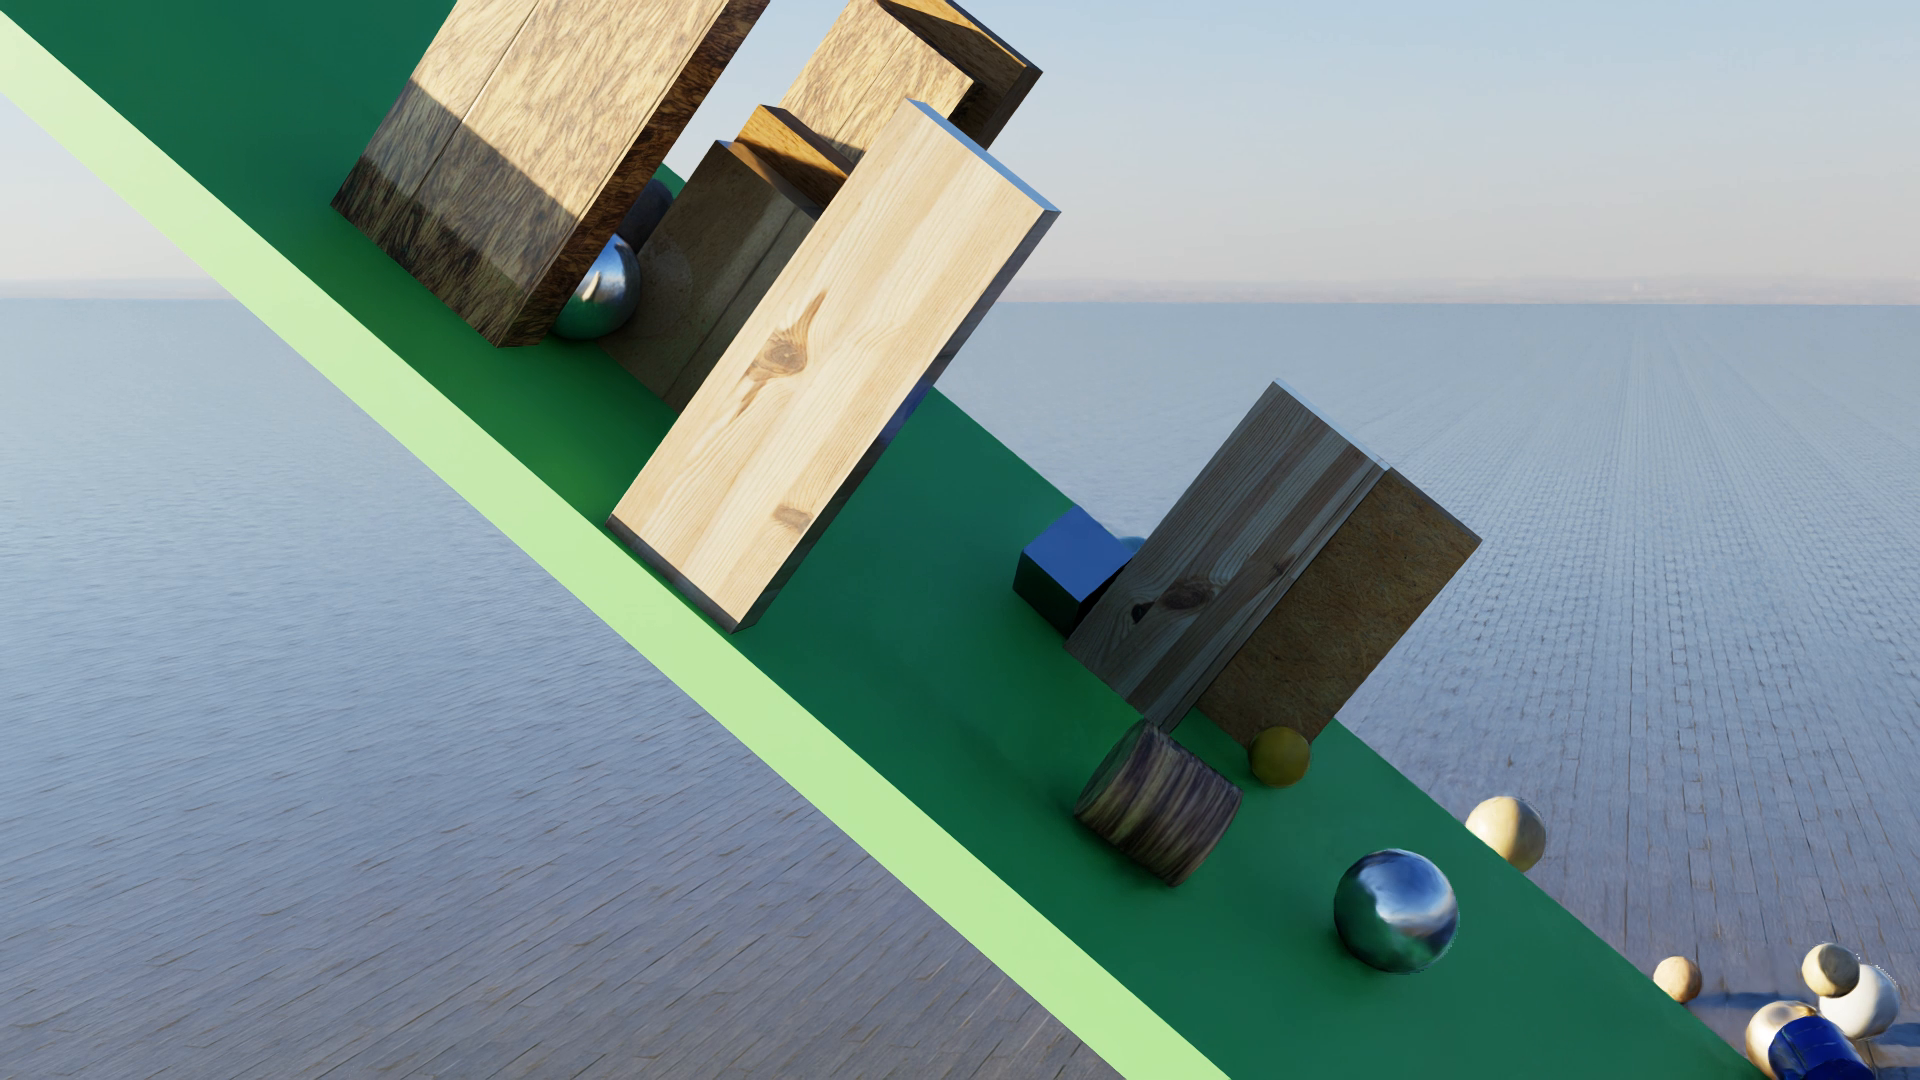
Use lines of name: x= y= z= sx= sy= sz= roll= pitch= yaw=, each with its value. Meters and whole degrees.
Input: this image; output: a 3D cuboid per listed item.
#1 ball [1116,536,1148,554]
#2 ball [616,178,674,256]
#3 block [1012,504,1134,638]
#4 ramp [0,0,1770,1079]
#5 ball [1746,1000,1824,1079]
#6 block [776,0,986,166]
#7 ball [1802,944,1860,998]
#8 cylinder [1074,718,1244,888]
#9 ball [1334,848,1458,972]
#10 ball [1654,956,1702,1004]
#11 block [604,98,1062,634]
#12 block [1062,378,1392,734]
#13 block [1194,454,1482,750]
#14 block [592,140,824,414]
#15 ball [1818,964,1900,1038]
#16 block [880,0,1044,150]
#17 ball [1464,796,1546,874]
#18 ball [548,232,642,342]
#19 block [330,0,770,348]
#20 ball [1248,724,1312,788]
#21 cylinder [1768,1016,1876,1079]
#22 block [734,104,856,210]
ball: x=0.346 y=0.078 z=4.410 sx=0.173 sy=0.173 sz=0.173 roll=0 pitch=7 yaw=0
ball: x=-0.569 y=-0.567 z=3.856 sx=0.150 sy=0.150 sz=0.150 roll=0 pitch=7 yaw=0
block: x=0.210 y=0.060 z=4.103 sx=0.148 sy=0.148 sz=0.148 roll=-40 pitch=-19 yaw=-25
ramp: x=-0.036 y=0.091 z=4.056 sx=4.000 sy=0.100 sz=2.000 roll=40 pitch=16 yaw=9
ball: x=1.895 y=1.149 z=5.018 sx=0.195 sy=0.195 sz=0.195 roll=0 pitch=7 yaw=0
block: x=-0.266 y=-0.811 z=4.721 sx=0.320 sy=0.647 sz=0.111 roll=40 pitch=16 yaw=9
ball: x=1.982 y=0.980 z=5.001 sx=0.124 sy=0.124 sz=0.124 roll=0 pitch=7 yaw=0
cylinder: x=0.304 y=0.404 z=3.384 sx=0.186 sy=0.186 sz=0.186 roll=37 pitch=7 yaw=-2
ball: x=0.724 y=0.616 z=3.658 sx=0.204 sy=0.204 sz=0.204 roll=0 pitch=7 yaw=0
ball: x=1.828 y=1.119 z=5.596 sx=0.117 sy=0.117 sz=0.117 roll=0 pitch=7 yaw=0
block: x=-0.187 y=-0.236 z=3.089 sx=0.247 sy=0.751 sz=0.093 roll=40 pitch=16 yaw=9
block: x=0.478 y=0.033 z=3.989 sx=0.253 sy=0.626 sz=0.087 roll=40 pitch=16 yaw=9
block: x=0.707 y=0.147 z=4.224 sx=0.260 sy=0.590 sz=0.089 roll=40 pitch=16 yaw=9
block: x=-0.405 y=-0.430 z=3.784 sx=0.290 sy=0.413 sz=0.113 roll=40 pitch=16 yaw=9
ball: x=2.181 y=1.119 z=5.337 sx=0.180 sy=0.180 sz=0.180 roll=0 pitch=7 yaw=0
block: x=-0.188 y=-0.837 z=4.809 sx=0.357 sy=0.730 sz=0.142 roll=40 pitch=16 yaw=9
ball: x=1.256 y=0.684 z=5.071 sx=0.185 sy=0.185 sz=0.185 roll=0 pitch=7 yaw=0
ball: x=-0.636 y=-0.436 z=3.690 sx=0.203 sy=0.203 sz=0.203 roll=0 pitch=7 yaw=0
block: x=-0.655 y=-0.691 z=3.485 sx=0.371 sy=0.682 sz=0.139 roll=40 pitch=16 yaw=9
ball: x=0.601 y=0.407 z=4.139 sx=0.117 sy=0.117 sz=0.117 roll=0 pitch=7 yaw=0
cylinder: x=1.816 y=1.123 z=4.633 sx=0.170 sy=0.170 sz=0.170 roll=0 pitch=18 yaw=1
block: x=-0.325 y=-0.460 z=3.917 sx=0.386 sy=0.480 sz=0.126 roll=40 pitch=16 yaw=9
